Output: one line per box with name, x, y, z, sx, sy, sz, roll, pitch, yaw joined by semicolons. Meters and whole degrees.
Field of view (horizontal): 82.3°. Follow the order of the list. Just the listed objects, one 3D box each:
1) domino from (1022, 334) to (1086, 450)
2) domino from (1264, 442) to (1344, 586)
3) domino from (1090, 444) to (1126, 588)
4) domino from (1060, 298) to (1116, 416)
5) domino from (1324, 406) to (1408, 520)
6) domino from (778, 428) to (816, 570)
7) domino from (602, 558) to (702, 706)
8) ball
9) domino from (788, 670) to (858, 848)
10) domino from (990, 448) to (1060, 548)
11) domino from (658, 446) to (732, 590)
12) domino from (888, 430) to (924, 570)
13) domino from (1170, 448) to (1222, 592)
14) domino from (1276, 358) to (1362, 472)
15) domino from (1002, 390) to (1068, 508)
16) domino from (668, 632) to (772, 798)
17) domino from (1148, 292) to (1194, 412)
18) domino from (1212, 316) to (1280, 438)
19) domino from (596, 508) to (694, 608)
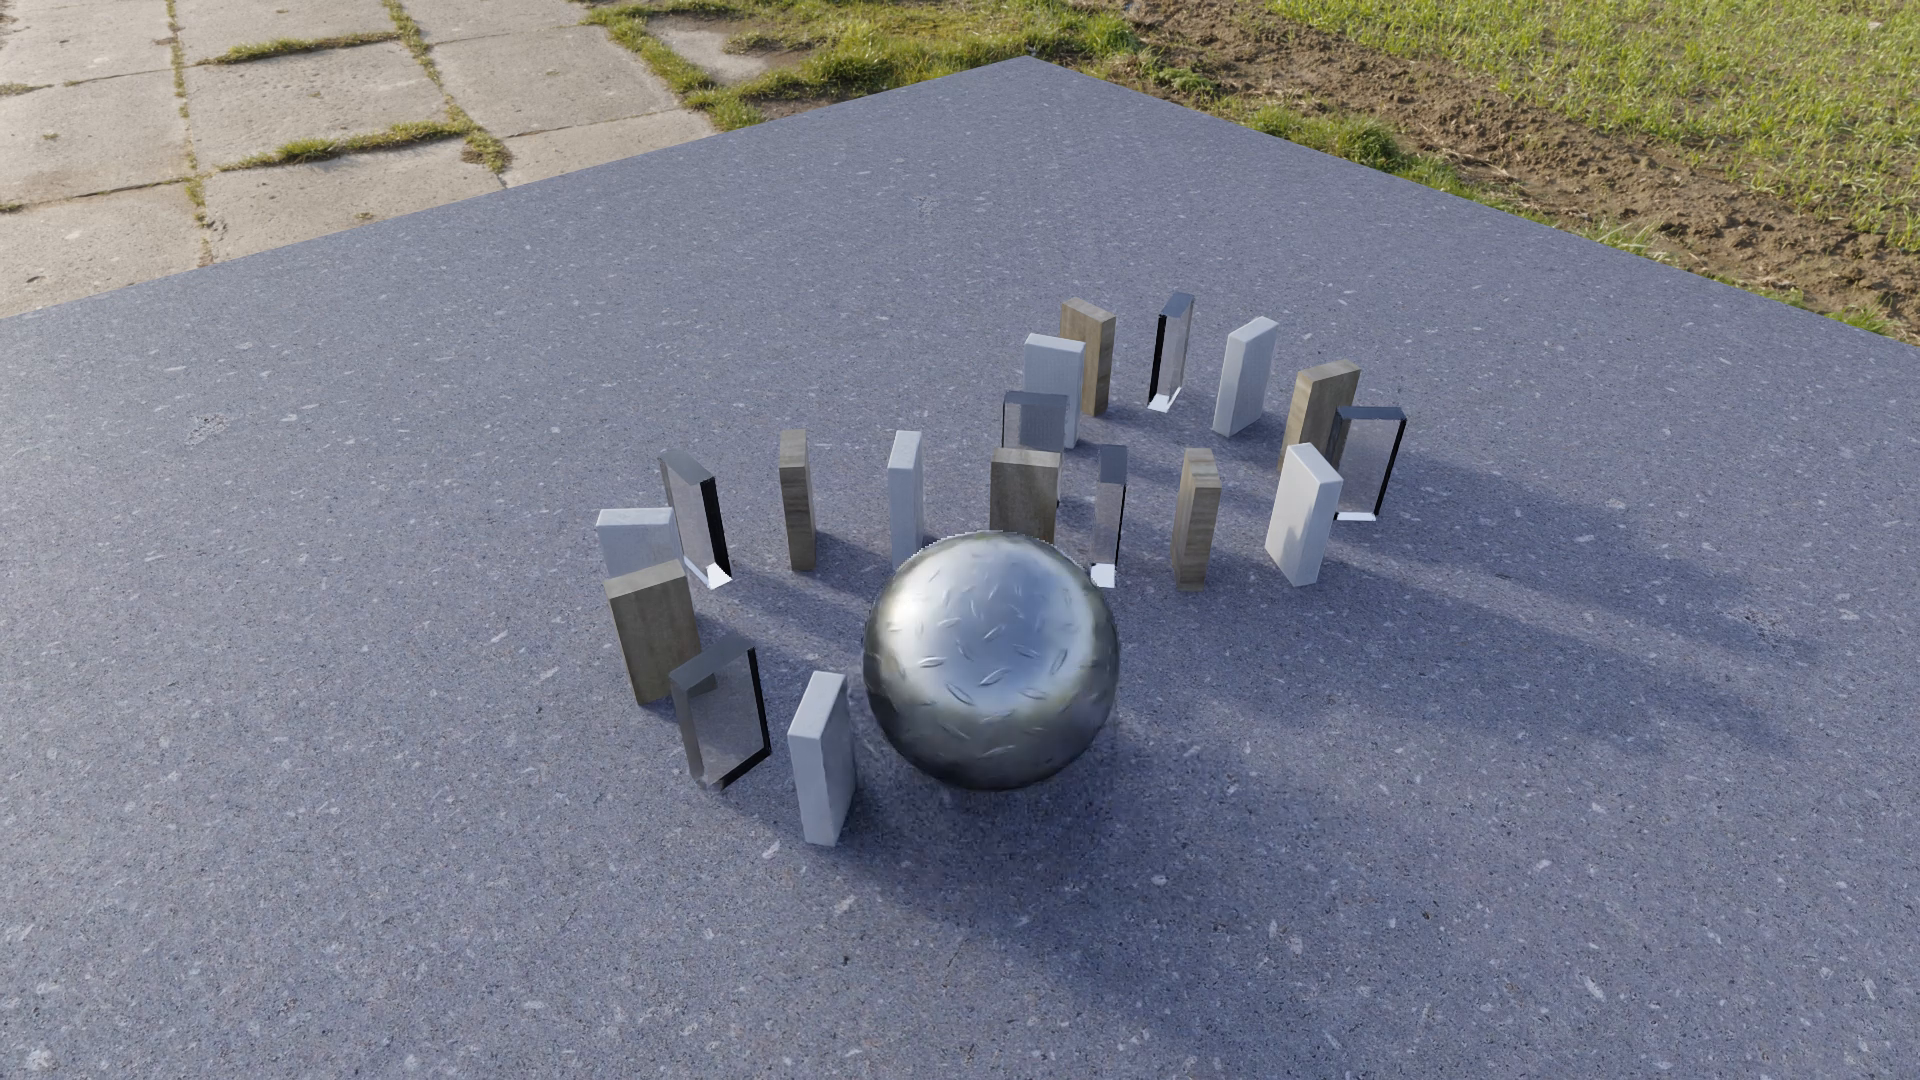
domino;0.041;-0.066;0.492;0.025;0.050;0.009;12;41;15
domino;0.132;-0.009;0.423;0.009;0.050;0.025;-9;40;-11
domino;0.057;-0.009;0.422;0.009;0.050;0.025;4;40;5
domino;0.059;-0.086;0.516;0.009;0.050;0.025;-30;48;-31
domino;0.162;-0.031;0.449;0.025;0.050;0.009;1;39;1
domino;-0.063;-0.015;0.430;0.009;0.050;0.025;-3;39;-4
domino;-0.102;0.032;0.373;0.025;0.050;0.009;-18;43;-21
ball;0.010;0.037;0.342;0.080;0.080;0.080;0;39;0
domino;-0.041;0.066;0.330;0.009;0.050;0.025;7;40;10
domino;0.025;-0.011;0.426;0.025;0.050;0.010;6;40;7
domino;-0.101;-0.008;0.421;0.009;0.050;0.025;-28;47;-30
domino;-0.021;-0.015;0.429;0.009;0.050;0.025;4;39;4
domino;0.090;-0.007;0.421;0.009;0.050;0.025;1;39;1
domino;0.154;-0.052;0.474;0.025;0.050;0.009;-16;42;-19
domino;0.030;-0.037;0.457;0.025;0.050;0.010;6;40;7
domino;-0.074;0.055;0.344;0.009;0.050;0.025;31;48;32
domino;0.100;-0.089;0.520;0.009;0.050;0.025;17;42;19
domino;0.130;-0.074;0.502;0.025;0.050;0.010;-31;48;-32
domino;-0.113;0.011;0.398;0.025;0.050;0.009;-2;39;-2
